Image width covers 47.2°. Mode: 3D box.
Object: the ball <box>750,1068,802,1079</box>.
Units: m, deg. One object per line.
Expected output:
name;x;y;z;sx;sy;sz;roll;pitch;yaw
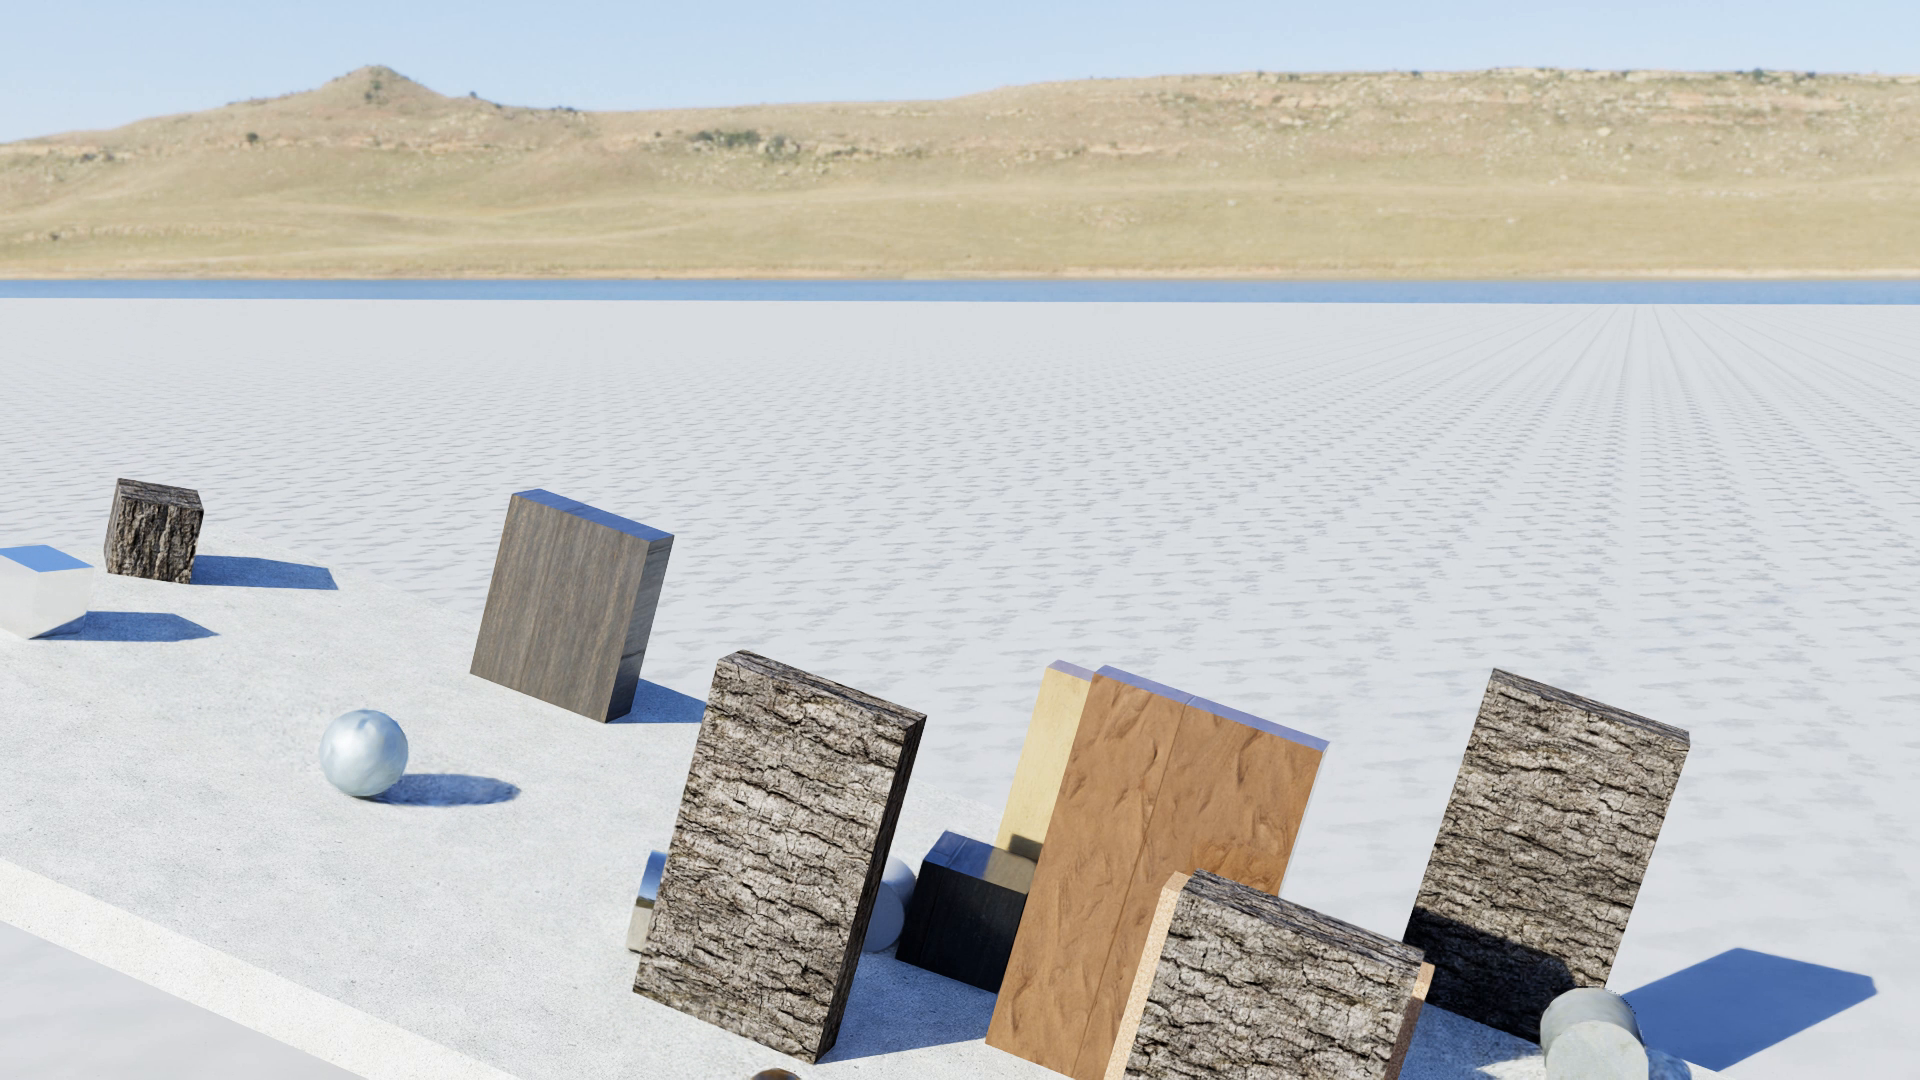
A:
ball;-0.276;0.848;3.285;0.114;0.114;0.114;0;7;0

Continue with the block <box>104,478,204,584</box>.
block;-1.887;-0.021;5.143;0.181;0.181;0.181;10;13;-27

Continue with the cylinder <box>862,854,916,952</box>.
cylinder;-0.163;0.684;4.153;0.146;0.146;0.146;1;9;10

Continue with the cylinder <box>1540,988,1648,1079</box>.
cylinder;1.252;1.011;4.351;0.193;0.193;0.193;1;8;11

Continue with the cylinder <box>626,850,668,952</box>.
cylinder;-0.475;0.646;3.836;0.175;0.175;0.175;15;6;-3

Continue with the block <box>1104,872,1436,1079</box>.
block;0.488;0.829;3.581;0.443;0.438;0.101;19;12;14

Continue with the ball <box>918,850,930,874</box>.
ball;-0.011;0.675;4.404;0.146;0.146;0.146;0;7;0

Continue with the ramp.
ramp;-0.377;0.736;4.239;4.000;0.100;2.000;19;12;14

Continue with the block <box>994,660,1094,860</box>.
block;0.301;0.569;4.275;0.425;0.560;0.091;19;12;14

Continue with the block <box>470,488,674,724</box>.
block;-0.888;0.148;5.026;0.353;0.435;0.133;19;12;14

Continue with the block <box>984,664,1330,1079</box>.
block;0.332;0.610;3.770;0.404;0.696;0.082;19;12;14

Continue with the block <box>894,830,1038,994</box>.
block;0.020;0.702;4.168;0.202;0.202;0.202;17;11;9

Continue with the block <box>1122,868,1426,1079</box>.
block;0.397;0.814;3.107;0.336;0.604;0.124;19;12;14

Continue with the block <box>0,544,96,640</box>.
block;-1.920;0.107;4.570;0.146;0.146;0.146;20;12;23

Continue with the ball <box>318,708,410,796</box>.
ball;-1.128;0.402;4.161;0.165;0.165;0.165;0;7;0

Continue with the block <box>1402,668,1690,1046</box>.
block;1.211;0.675;4.624;0.415;0.704;0.148;19;12;14

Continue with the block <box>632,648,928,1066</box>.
block;-0.300;0.519;3.618;0.335;0.594;0.104;19;12;14
